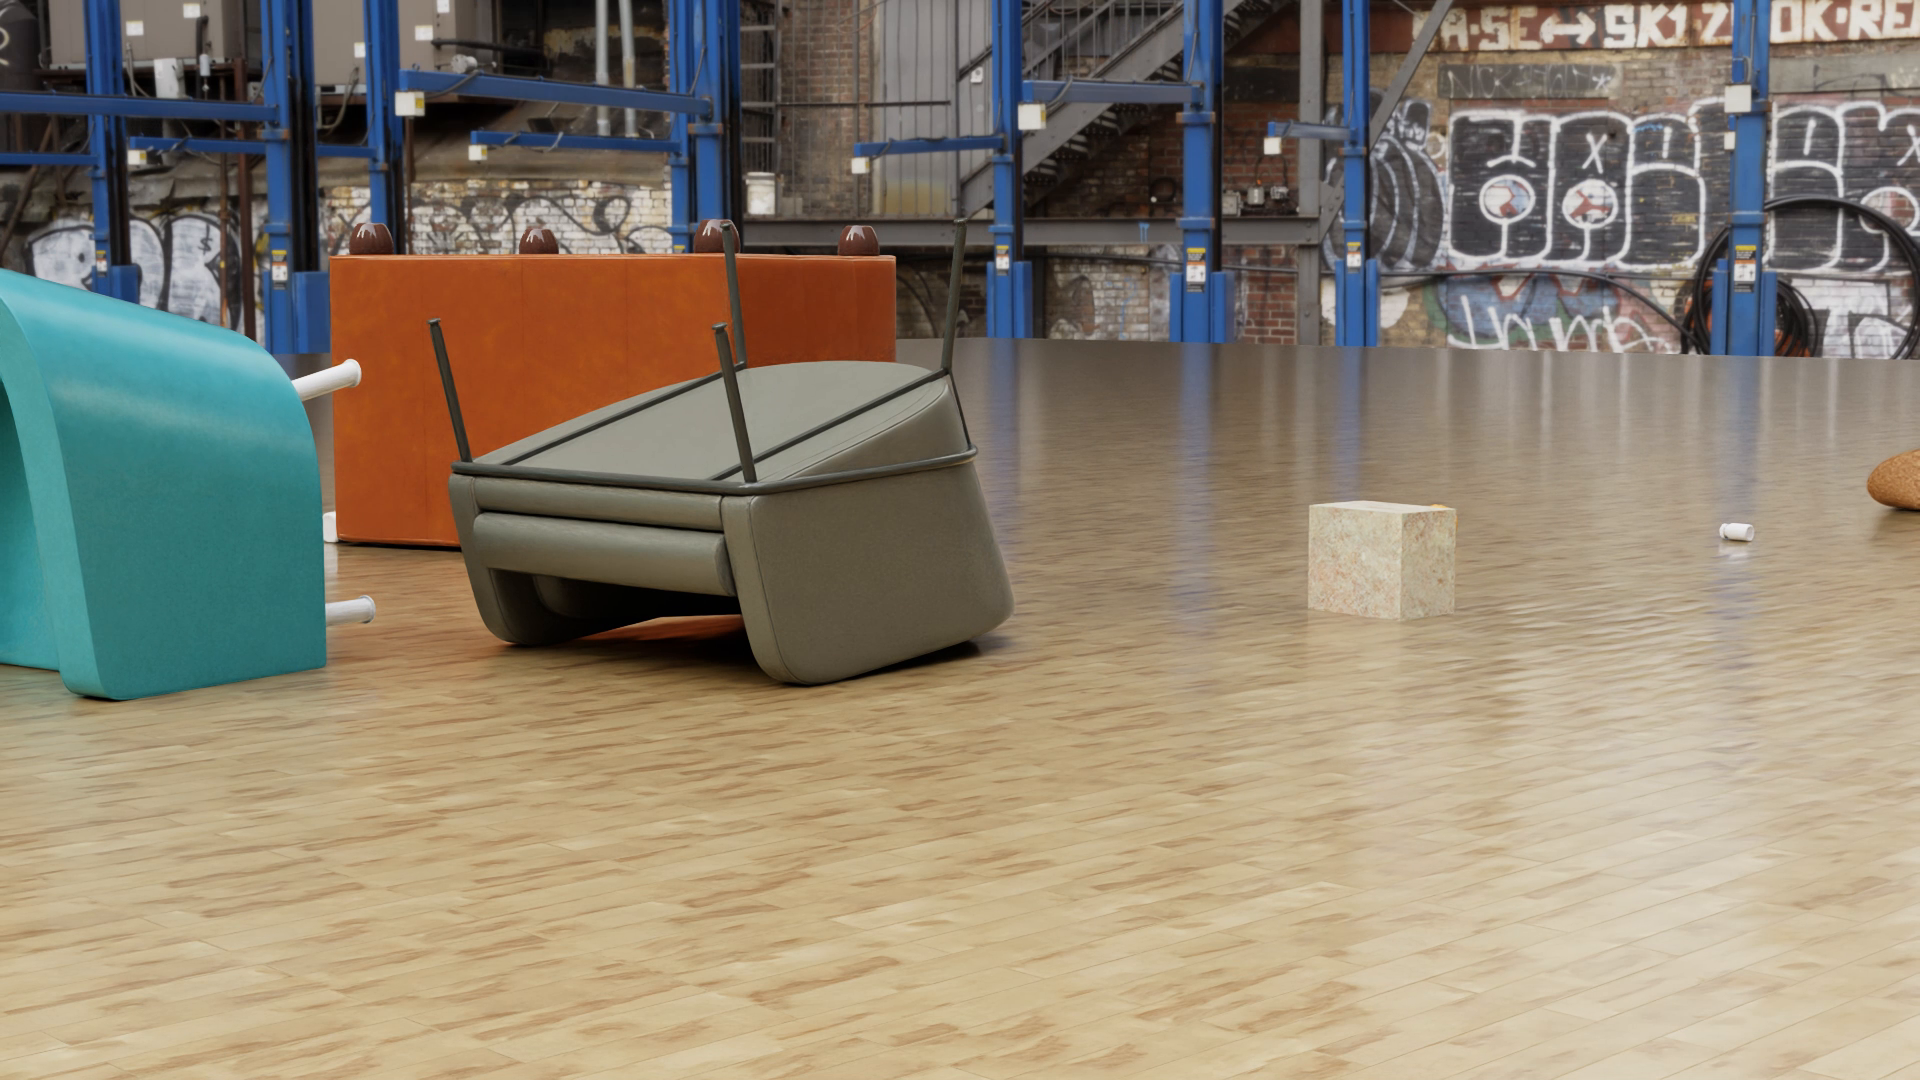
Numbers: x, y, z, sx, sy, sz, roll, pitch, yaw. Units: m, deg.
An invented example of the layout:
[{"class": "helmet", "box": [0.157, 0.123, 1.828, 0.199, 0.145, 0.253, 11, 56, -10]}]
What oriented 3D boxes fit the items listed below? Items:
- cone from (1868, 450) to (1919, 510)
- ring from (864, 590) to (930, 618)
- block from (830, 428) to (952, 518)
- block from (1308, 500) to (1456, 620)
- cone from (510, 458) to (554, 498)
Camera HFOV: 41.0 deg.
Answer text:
[{"class": "cone", "box": [2.695, -0.125, 7.192, 0.302, 0.126, 0.230, 18, -47, -33]}, {"class": "ring", "box": [-0.122, 0.125, 5.011, 0.128, 0.039, 0.148, -2, 7, -6]}, {"class": "block", "box": [-0.188, -0.189, 7.161, 0.255, 0.223, 0.303, 2, 6, 17]}, {"class": "block", "box": [0.828, 0.038, 5.041, 0.159, 0.206, 0.238, -5, 8, -39]}, {"class": "cone", "box": [-1.263, -0.163, 7.720, 0.179, 0.143, 0.090, 14, -25, 43]}]
